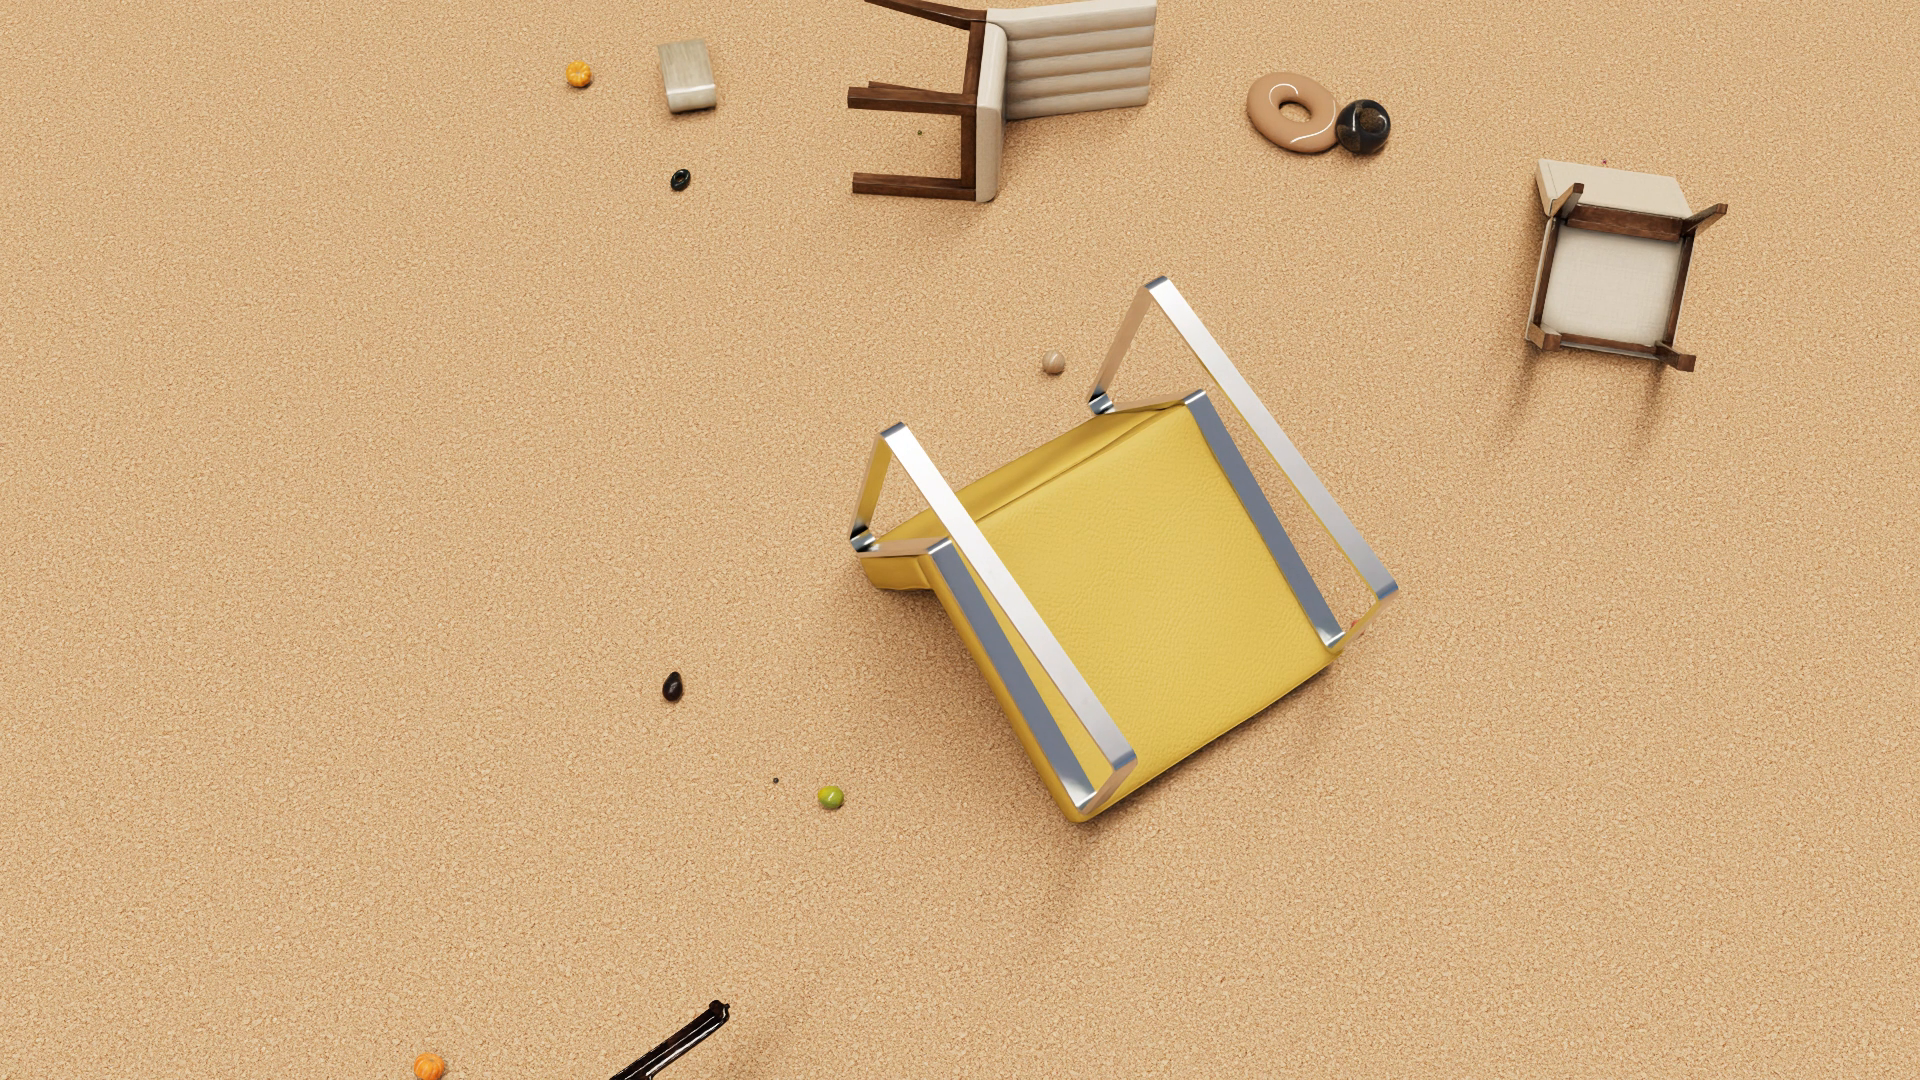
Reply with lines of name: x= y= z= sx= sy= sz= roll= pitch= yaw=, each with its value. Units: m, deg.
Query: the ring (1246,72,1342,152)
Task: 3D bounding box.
ring: x=1.145 y=-1.463 z=7.512 sx=0.305 sy=0.074 sz=0.386 roll=-25 pitch=59 yaw=-17

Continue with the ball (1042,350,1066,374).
ball: x=0.294 y=-0.560 z=6.905 sx=0.074 sy=0.074 sz=0.074 roll=0 pitch=56 yaw=0

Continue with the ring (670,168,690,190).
ring: x=-0.936 y=-1.207 z=7.366 sx=0.061 sy=0.031 sz=0.093 roll=21 pitch=58 yaw=12

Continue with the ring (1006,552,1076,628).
ring: x=0.234 y=0.145 z=6.402 sx=0.186 sy=0.127 sz=0.244 roll=28 pitch=59 yaw=20

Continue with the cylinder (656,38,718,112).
cylinder: x=-0.942 y=-1.603 z=7.581 sx=0.163 sy=0.114 sz=0.308 roll=-10 pitch=58 yaw=-7

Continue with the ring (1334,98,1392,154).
ring: x=1.360 y=-1.395 z=7.421 sx=0.212 sy=0.105 sz=0.183 roll=-39 pitch=92 yaw=-33
